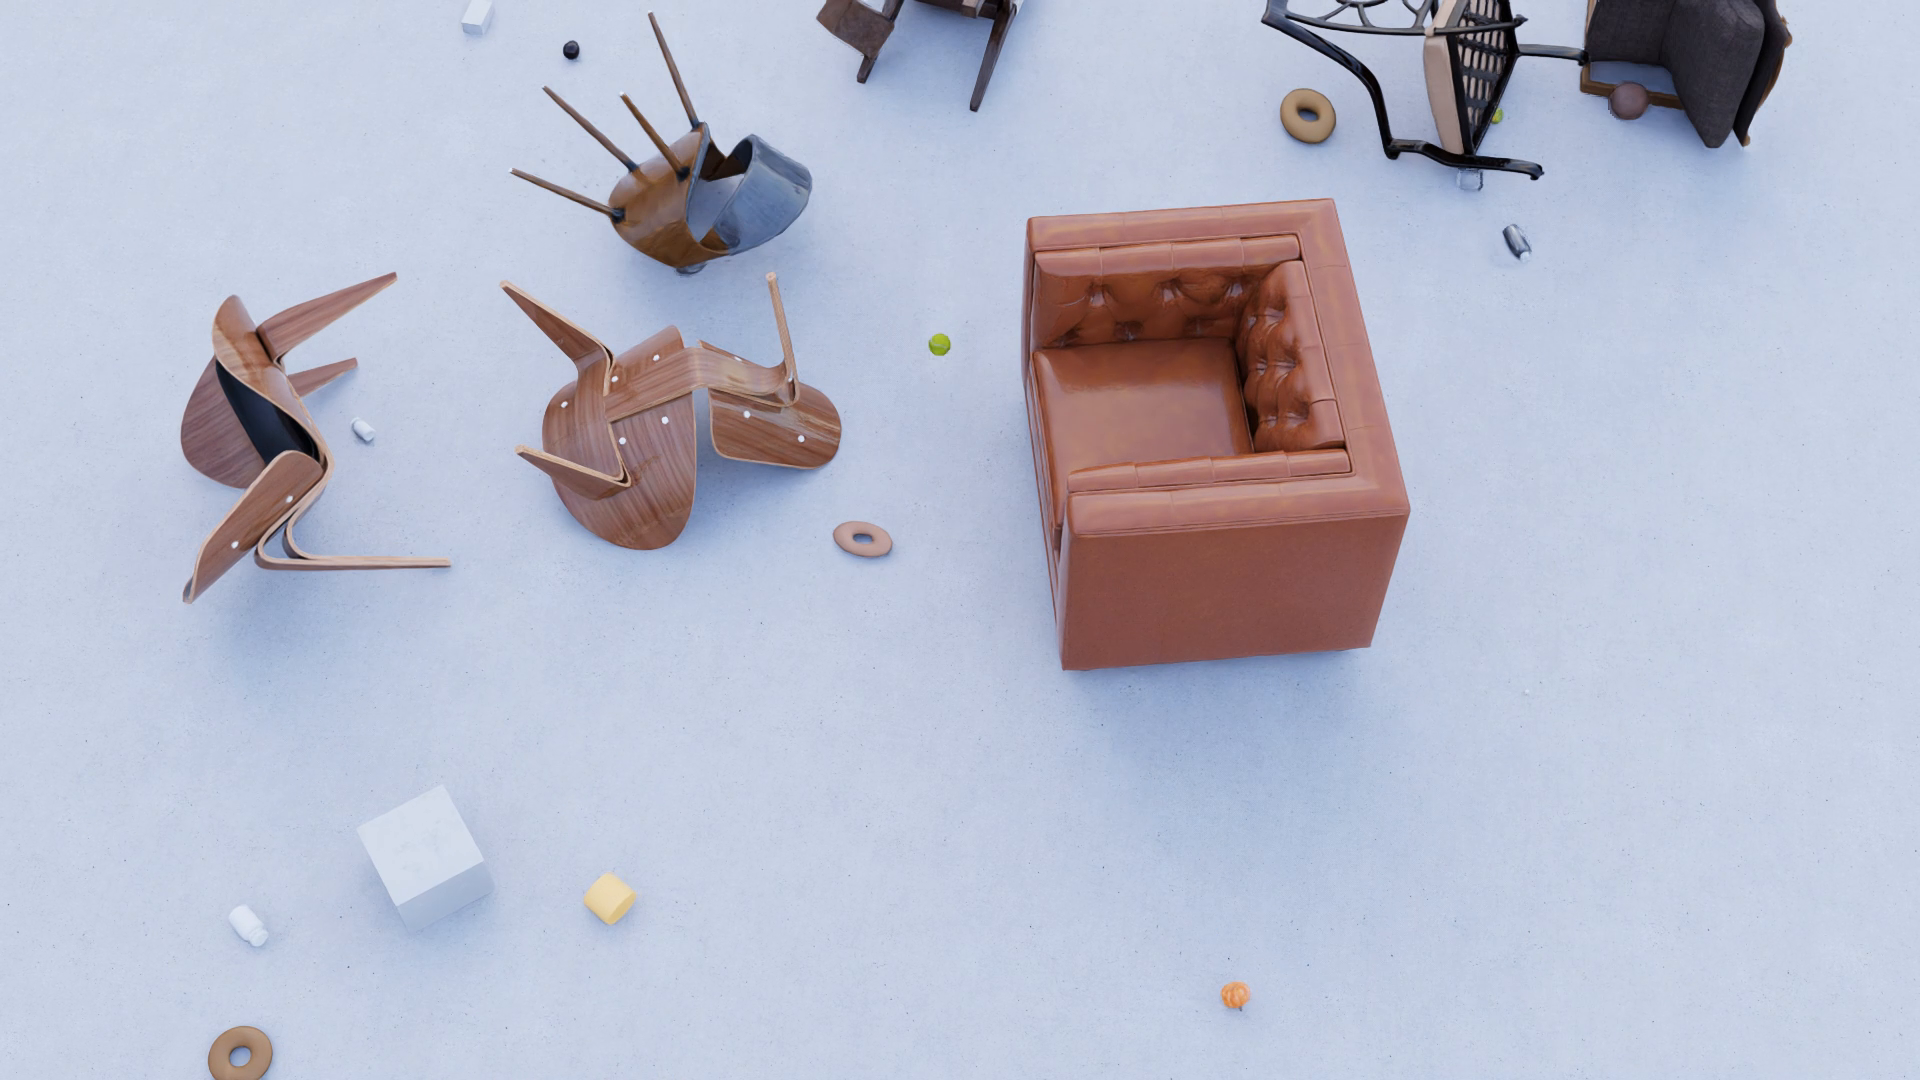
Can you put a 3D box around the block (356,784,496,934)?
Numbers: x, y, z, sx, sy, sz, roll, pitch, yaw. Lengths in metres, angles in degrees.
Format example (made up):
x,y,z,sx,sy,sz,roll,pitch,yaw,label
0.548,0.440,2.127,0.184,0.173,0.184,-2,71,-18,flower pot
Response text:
x,y,z,sx,sy,sz,roll,pitch,yaw,label
-1.430,0.855,5.894,0.252,0.177,0.265,-27,60,-17,block

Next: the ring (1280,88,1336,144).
x,y,z,sx,sy,sz,roll,pitch,yaw,label
1.187,-1.448,7.503,0.186,0.071,0.241,-10,56,-6,ring

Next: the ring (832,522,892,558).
x,y,z,sx,sy,sz,roll,pitch,yaw,label
-0.290,-0.003,6.553,0.185,0.038,0.115,15,58,11,ring

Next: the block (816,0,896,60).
x,y,z,sx,sy,sz,roll,pitch,yaw,label
-0.359,-1.779,7.558,0.138,0.206,0.124,-54,44,14,block

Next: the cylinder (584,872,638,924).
x,y,z,sx,sy,sz,roll,pitch,yaw,label
-0.936,0.958,5.887,0.095,0.072,0.110,36,72,22,cylinder

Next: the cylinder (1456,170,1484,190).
x,y,z,sx,sy,sz,roll,pitch,yaw,label
1.700,-1.199,7.330,0.071,0.093,0.062,3,98,3,cylinder

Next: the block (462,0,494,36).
x,y,z,sx,sy,sz,roll,pitch,yaw,label
-1.707,-1.854,7.790,0.074,0.047,0.124,10,57,7,block

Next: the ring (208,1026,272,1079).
x,y,z,sx,sy,sz,roll,pitch,yaw,label
-1.853,1.330,5.661,0.167,0.036,0.162,35,63,20,ring
